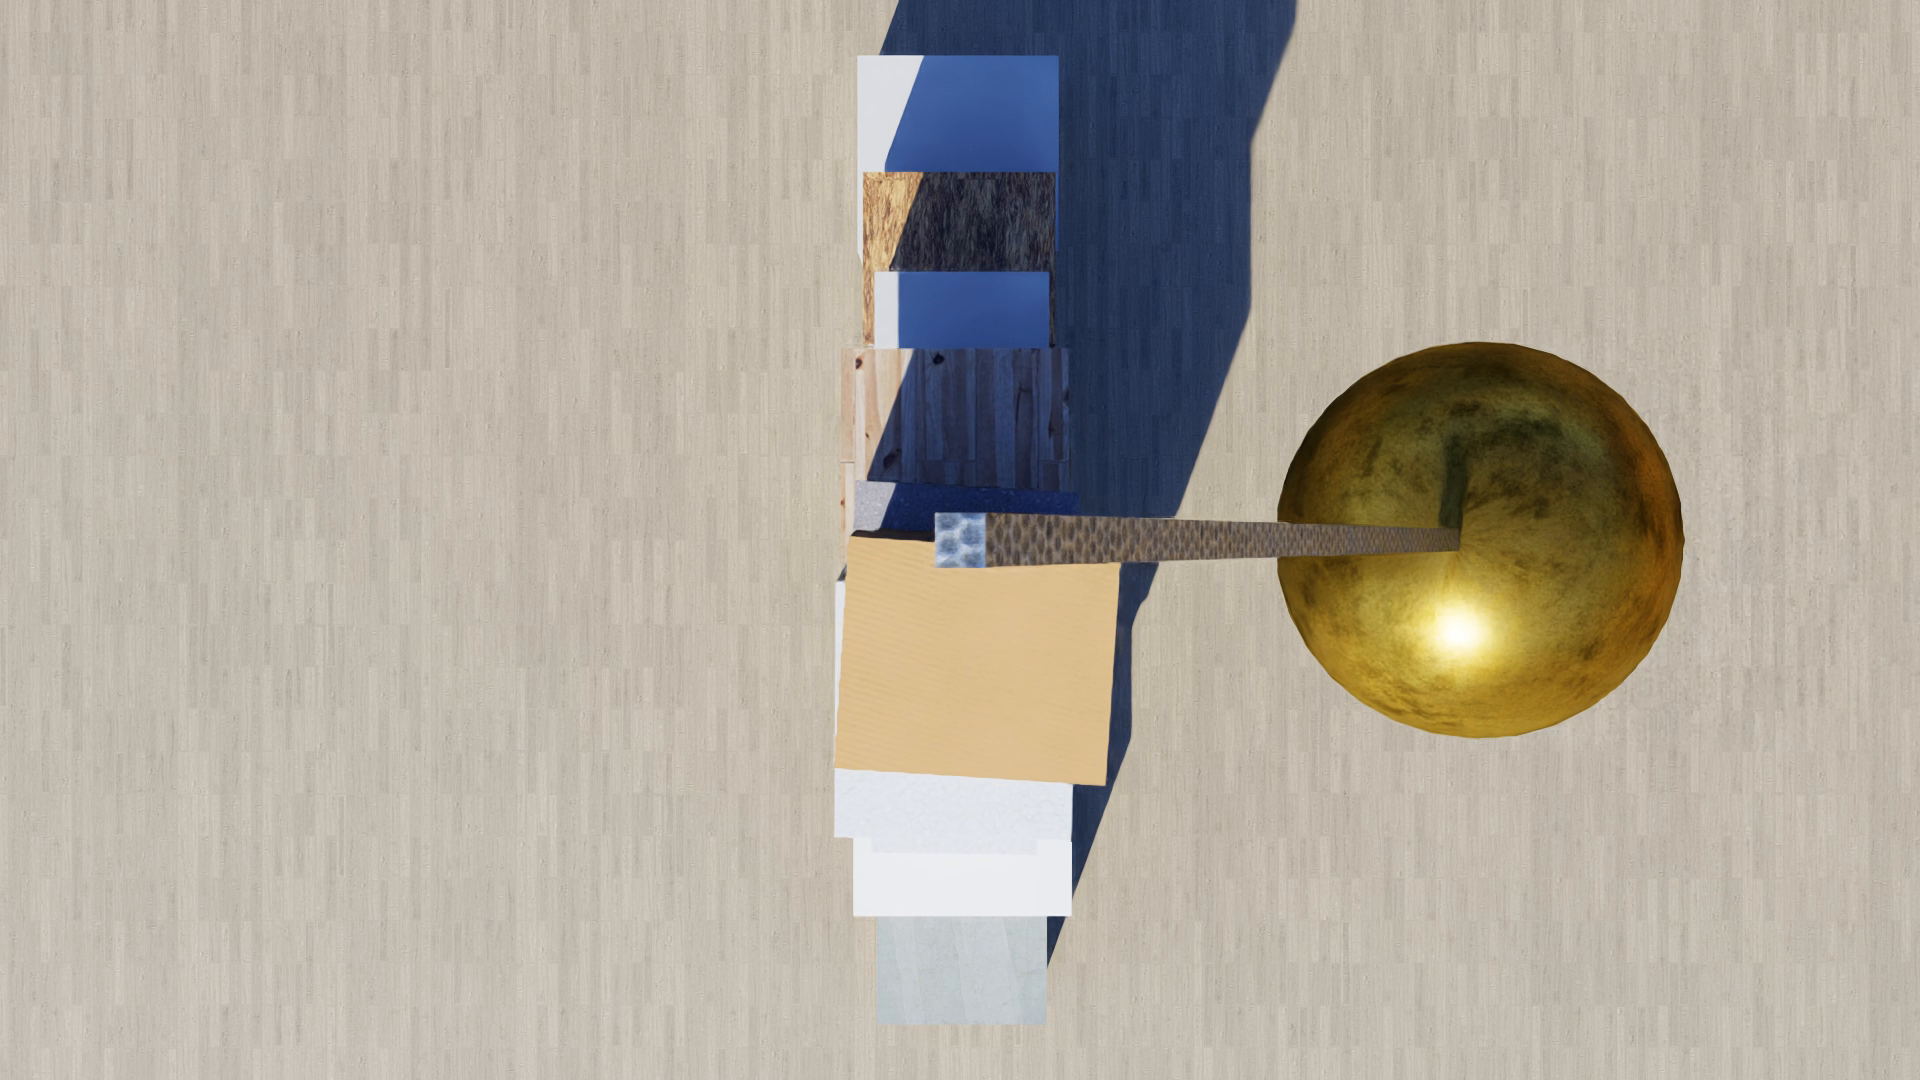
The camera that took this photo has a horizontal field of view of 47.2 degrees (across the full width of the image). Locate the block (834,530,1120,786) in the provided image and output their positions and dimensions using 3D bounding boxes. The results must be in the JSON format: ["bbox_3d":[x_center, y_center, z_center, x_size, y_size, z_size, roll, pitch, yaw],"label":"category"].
[{"bbox_3d":[0.050,0.359,7.076,0.832,0.717,0.711,4,92,-1],"label":"block"}]

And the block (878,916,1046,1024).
[{"bbox_3d":[0.010,2.184,12.509,0.928,0.983,0.928,0,90,0],"label":"block"}]

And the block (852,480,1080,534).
[{"bbox_3d":[-0.001,0.290,8.593,0.832,0.838,1.002,3,92,0],"label":"block"}]

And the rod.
[{"bbox_3d":[0.899,0.000,5.662,0.080,5.200,0.080,0,90,20],"label":"rod"}]

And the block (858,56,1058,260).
[{"bbox_3d":[-0.010,-2.113,12.510,1.100,0.980,1.070,0,90,0],"label":"block"}]

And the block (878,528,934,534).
[{"bbox_3d":[0.007,0.315,7.803,0.647,0.741,0.655,3,92,-1],"label":"block"}]

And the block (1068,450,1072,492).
[{"bbox_3d":[0.014,0.029,12.507,1.194,0.987,1.031,0,90,0],"label":"block"}]

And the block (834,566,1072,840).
[{"bbox_3d":[-0.023,0.666,9.514,0.981,0.926,1.064,1,95,0],"label":"block"}]

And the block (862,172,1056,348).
[{"bbox_3d":[-0.005,-1.419,11.473,0.969,0.821,0.863,0,90,0],"label":"block"}]

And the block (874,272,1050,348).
[{"bbox_3d":[0.008,-0.852,10.631,0.816,0.718,0.802,0,90,0],"label":"block"}]

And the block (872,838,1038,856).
[{"bbox_3d":[-0.020,1.033,10.456,0.758,0.837,0.801,1,90,0],"label":"block"}]

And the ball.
[{"bbox_3d":[2.074,0.000,8.852,1.600,1.600,1.600,0,90,0],"label":"ball"}]

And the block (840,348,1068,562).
[{"bbox_3d":[-0.023,-0.347,9.458,0.936,0.896,0.873,0,90,0],"label":"block"}]

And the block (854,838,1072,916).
[{"bbox_3d":[0.013,1.379,11.446,1.079,1.143,0.960,0,90,0],"label":"block"}]
